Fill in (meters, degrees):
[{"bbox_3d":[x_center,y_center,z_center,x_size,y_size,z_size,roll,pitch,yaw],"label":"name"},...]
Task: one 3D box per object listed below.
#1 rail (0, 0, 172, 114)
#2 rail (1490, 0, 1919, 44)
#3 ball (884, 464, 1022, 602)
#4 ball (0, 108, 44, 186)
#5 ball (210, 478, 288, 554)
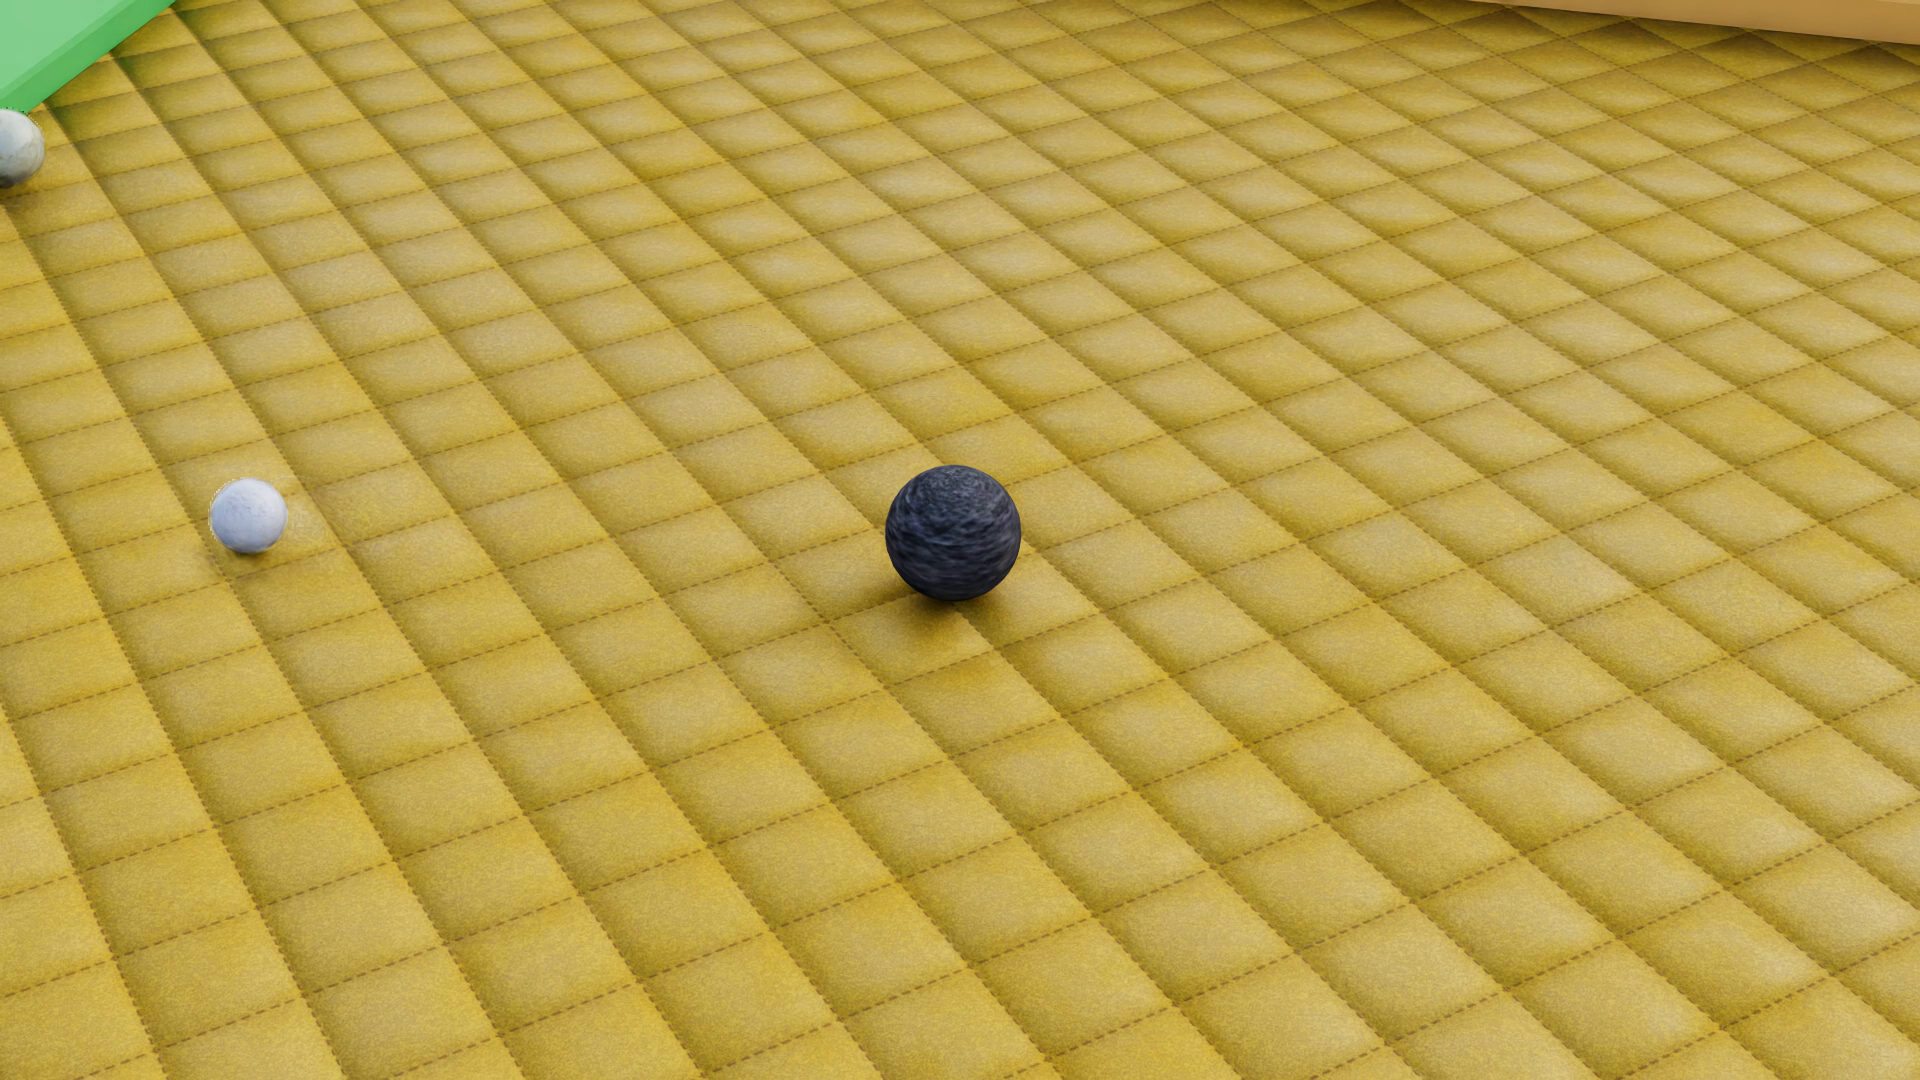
[{"bbox_3d":[-1.039,-0.177,2.059,0.045,0.127,2.391,8,35,12],"label":"rail"},{"bbox_3d":[1.362,-0.502,2.536,4.394,0.127,0.045,8,35,12],"label":"rail"},{"bbox_3d":[-0.005,-0.005,1.835,0.098,0.098,0.098,0,34,0],"label":"ball"},{"bbox_3d":[-0.889,-0.365,2.386,0.072,0.072,0.072,0,34,0],"label":"ball"},{"bbox_3d":[-0.524,-0.018,1.892,0.055,0.055,0.055,0,34,0],"label":"ball"}]
